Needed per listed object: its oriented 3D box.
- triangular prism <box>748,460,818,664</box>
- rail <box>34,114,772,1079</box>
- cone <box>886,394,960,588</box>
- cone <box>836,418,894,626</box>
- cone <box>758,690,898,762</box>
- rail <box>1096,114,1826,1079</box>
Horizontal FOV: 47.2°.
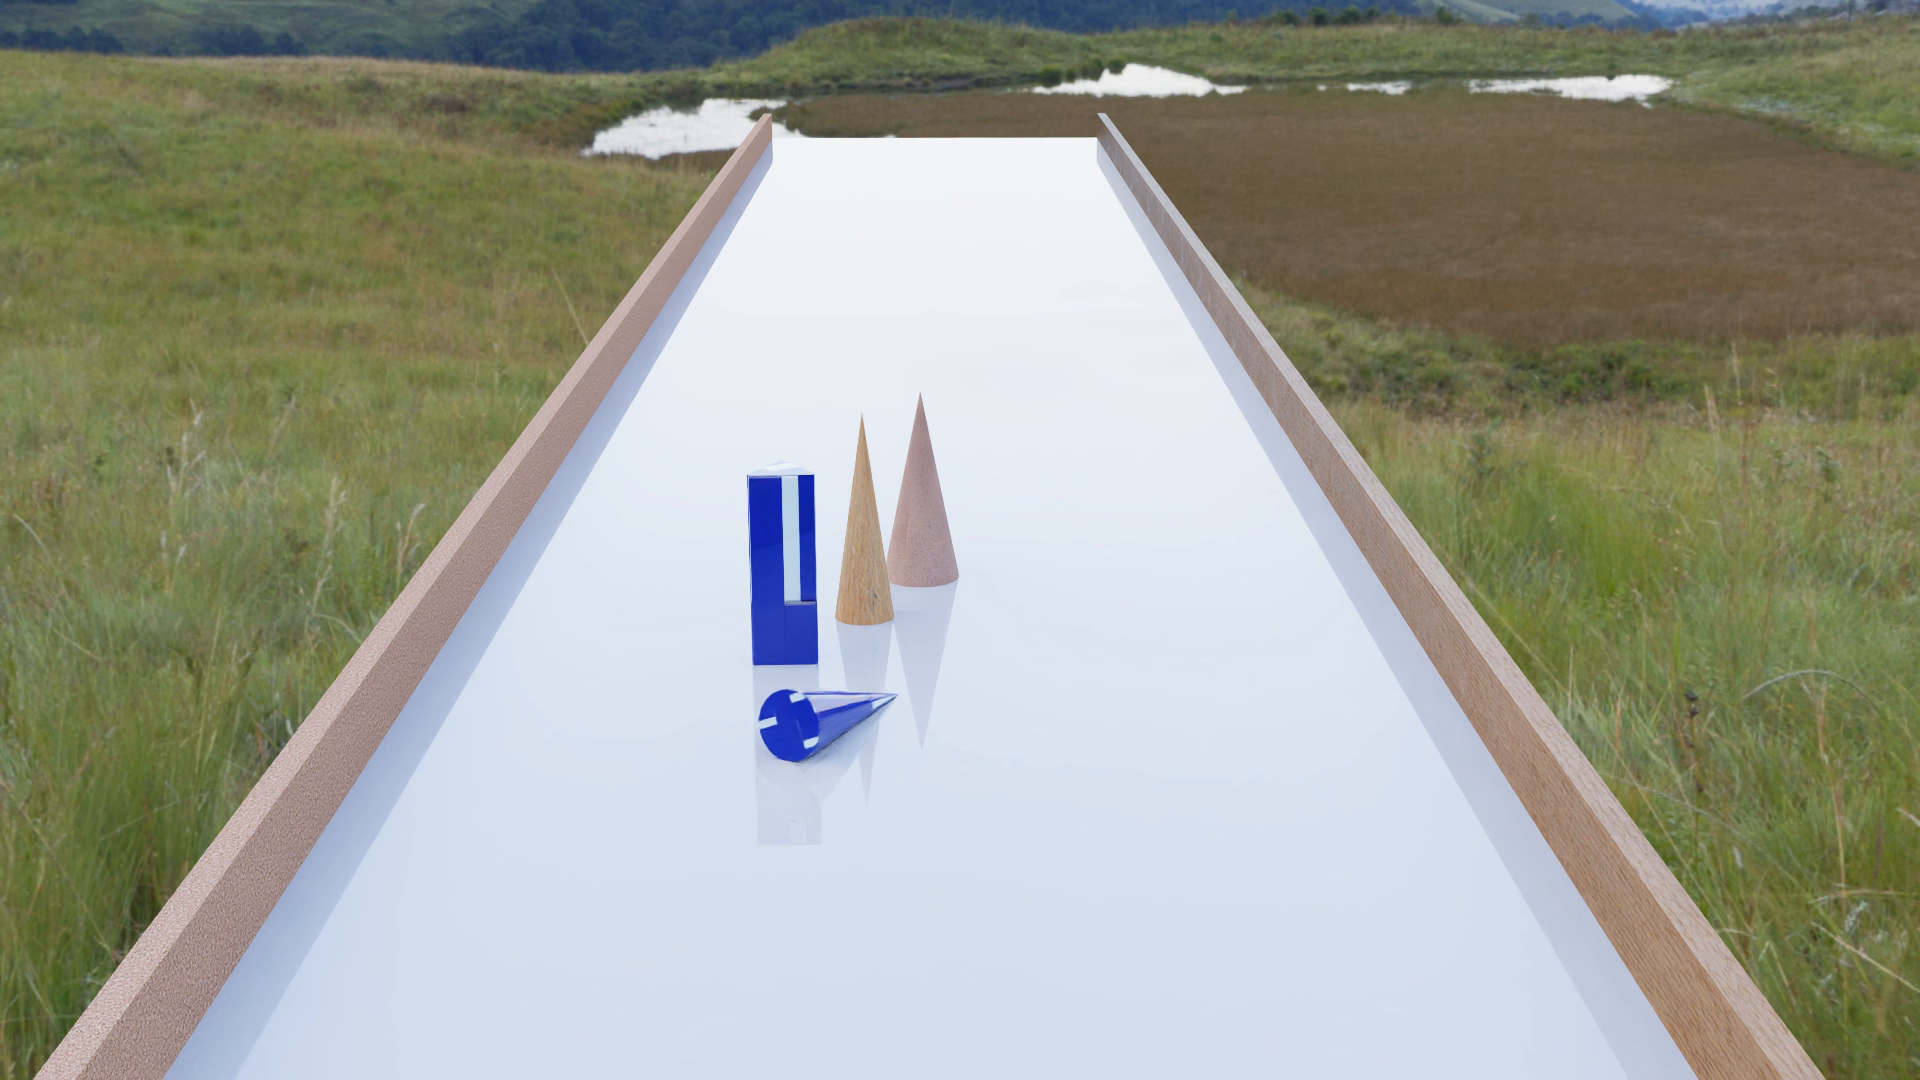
[{"bbox_3d":[-0.352,0.045,4.389,0.129,0.392,0.112,-1,17,-3],"label":"triangular prism"},{"bbox_3d":[-1.118,-0.838,7.780,0.050,0.150,12.000,0,17,-1],"label":"rail"},{"bbox_3d":[-0.088,-0.125,4.895,0.172,0.429,0.172,0,17,0],"label":"cone"},{"bbox_3d":[-0.203,-0.053,4.619,0.126,0.449,0.126,0,17,0],"label":"cone"},{"bbox_3d":[-0.210,0.312,4.064,0.129,0.129,0.384,9,9,28],"label":"cone"},{"bbox_3d":[0.932,-0.844,7.801,0.050,0.150,12.000,0,17,-1],"label":"rail"}]
